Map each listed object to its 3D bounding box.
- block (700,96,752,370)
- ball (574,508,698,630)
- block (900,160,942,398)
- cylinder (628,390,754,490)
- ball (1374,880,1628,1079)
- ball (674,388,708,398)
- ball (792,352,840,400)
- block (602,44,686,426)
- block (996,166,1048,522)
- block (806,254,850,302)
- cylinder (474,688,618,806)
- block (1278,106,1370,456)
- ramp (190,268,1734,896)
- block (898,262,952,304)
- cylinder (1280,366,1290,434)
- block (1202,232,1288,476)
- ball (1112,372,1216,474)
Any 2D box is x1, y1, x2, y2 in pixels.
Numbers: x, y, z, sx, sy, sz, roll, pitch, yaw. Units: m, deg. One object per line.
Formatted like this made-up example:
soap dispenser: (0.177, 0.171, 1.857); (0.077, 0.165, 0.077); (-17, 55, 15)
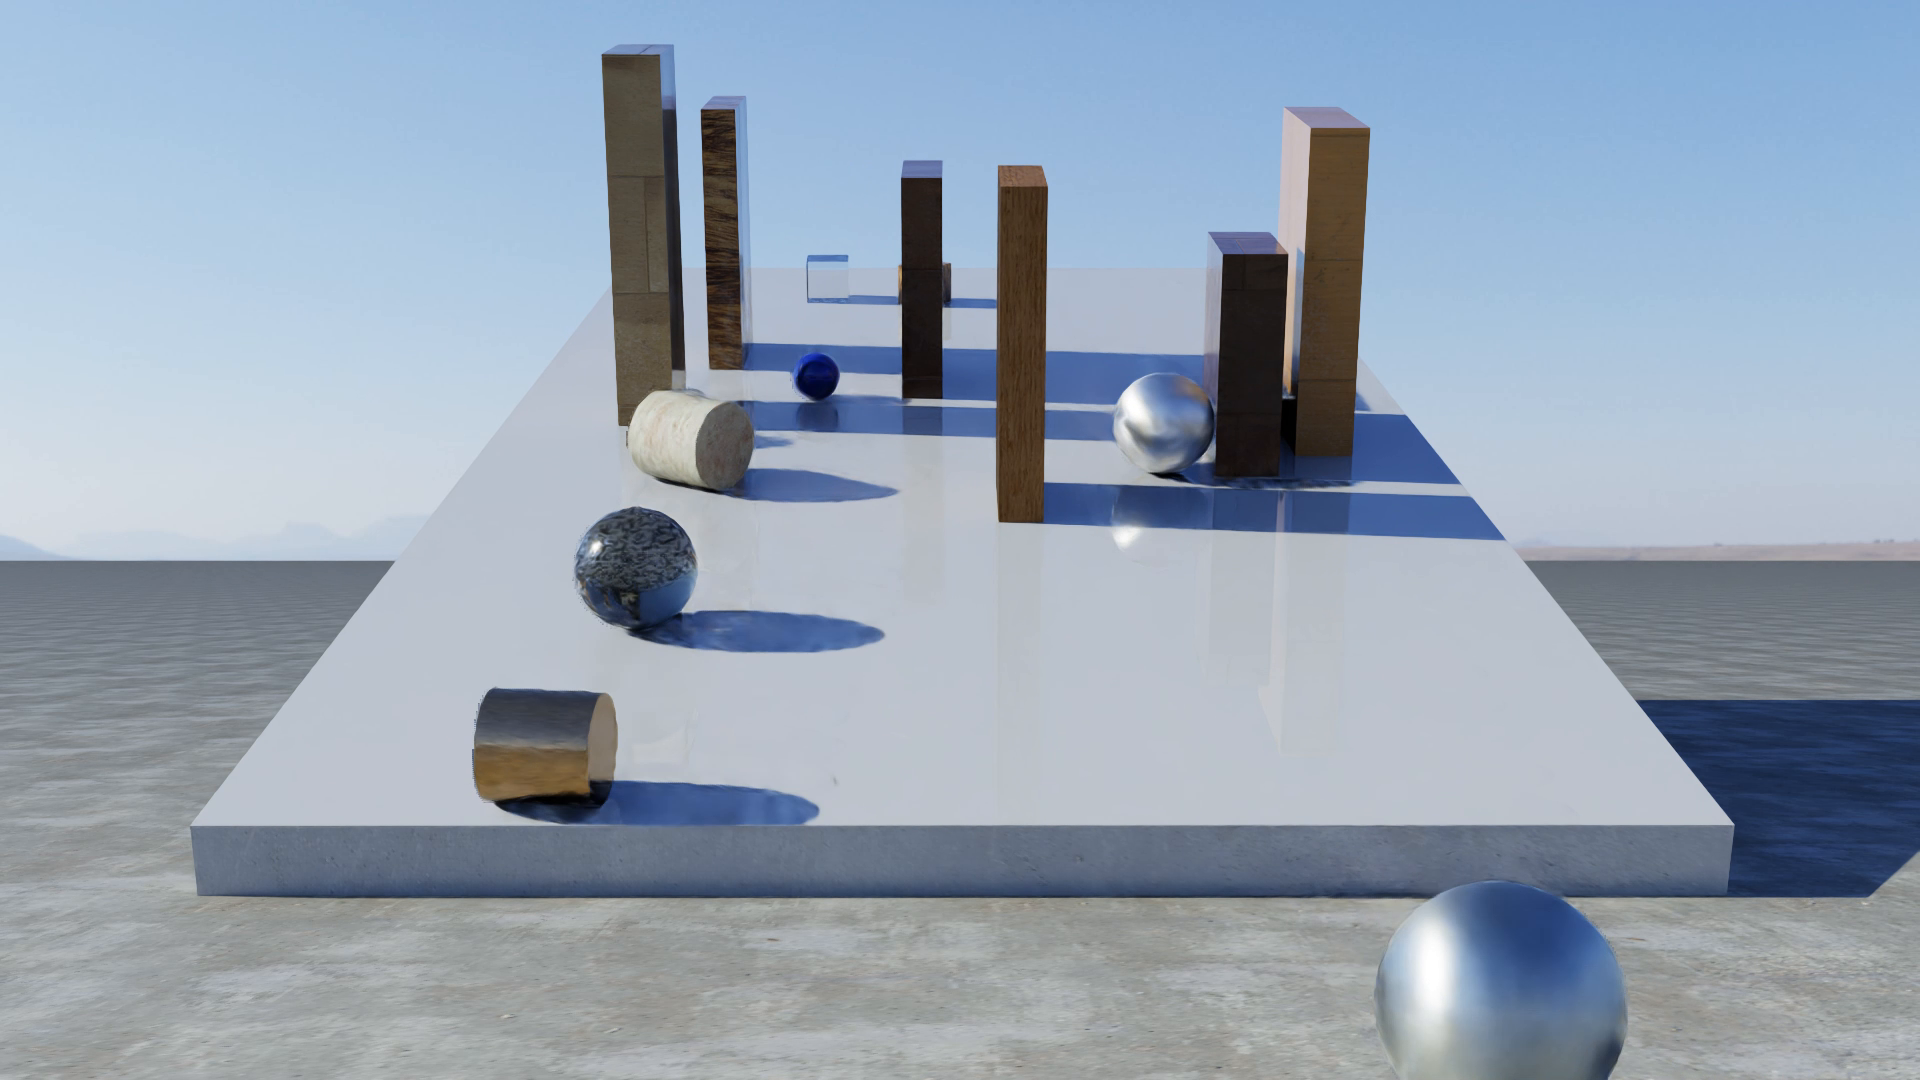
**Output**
block: (-0.568, -0.755, 5.445); (0.081, 0.622, 0.301); (0, 17, 0)
ball: (-0.522, 0.046, 3.586); (0.198, 0.198, 0.198); (0, 0, 0)
block: (-0.086, -0.610, 5.177); (0.092, 0.505, 0.290); (0, 17, 0)
cylinder: (-0.532, -0.199, 4.411); (0.175, 0.175, 0.175); (12, 6, 34)
ball: (0.419, 0.362, 1.731); (0.192, 0.192, 0.192); (0, 0, 0)
ball: (-0.579, -0.268, 4.738); (0.113, 0.113, 0.113); (0, 0, 0)
ball: (-0.329, -0.374, 5.088); (0.108, 0.108, 0.108); (0, 0, 0)
block: (-0.686, -0.667, 4.868); (0.121, 0.797, 0.249); (0, 17, 0)
block: (0.114, -0.375, 4.215); (0.084, 0.629, 0.280); (0, 17, 0)
block: (-0.368, -0.730, 6.219); (0.114, 0.114, 0.114); (0, 17, -1)
cylinder: (-0.545, 0.273, 2.936); (0.150, 0.150, 0.150); (2, 0, 6)
block: (0.756, -0.554, 4.712); (0.119, 0.676, 0.377); (0, 17, 0)
ramp: (-0.003, -0.178, 4.807); (2.000, 0.100, 4.000); (0, 17, 0)
block: (-0.098, -0.713, 6.177); (0.107, 0.107, 0.107); (10, 20, 29)
cylinder: (0.622, -0.301, 4.786); (0.149, 0.149, 0.149); (0, 0, 0)
block: (0.577, -0.383, 4.543); (0.129, 0.451, 0.266); (0, 17, 0)
ball: (0.410, -0.235, 4.482); (0.205, 0.205, 0.205); (0, 0, 0)
